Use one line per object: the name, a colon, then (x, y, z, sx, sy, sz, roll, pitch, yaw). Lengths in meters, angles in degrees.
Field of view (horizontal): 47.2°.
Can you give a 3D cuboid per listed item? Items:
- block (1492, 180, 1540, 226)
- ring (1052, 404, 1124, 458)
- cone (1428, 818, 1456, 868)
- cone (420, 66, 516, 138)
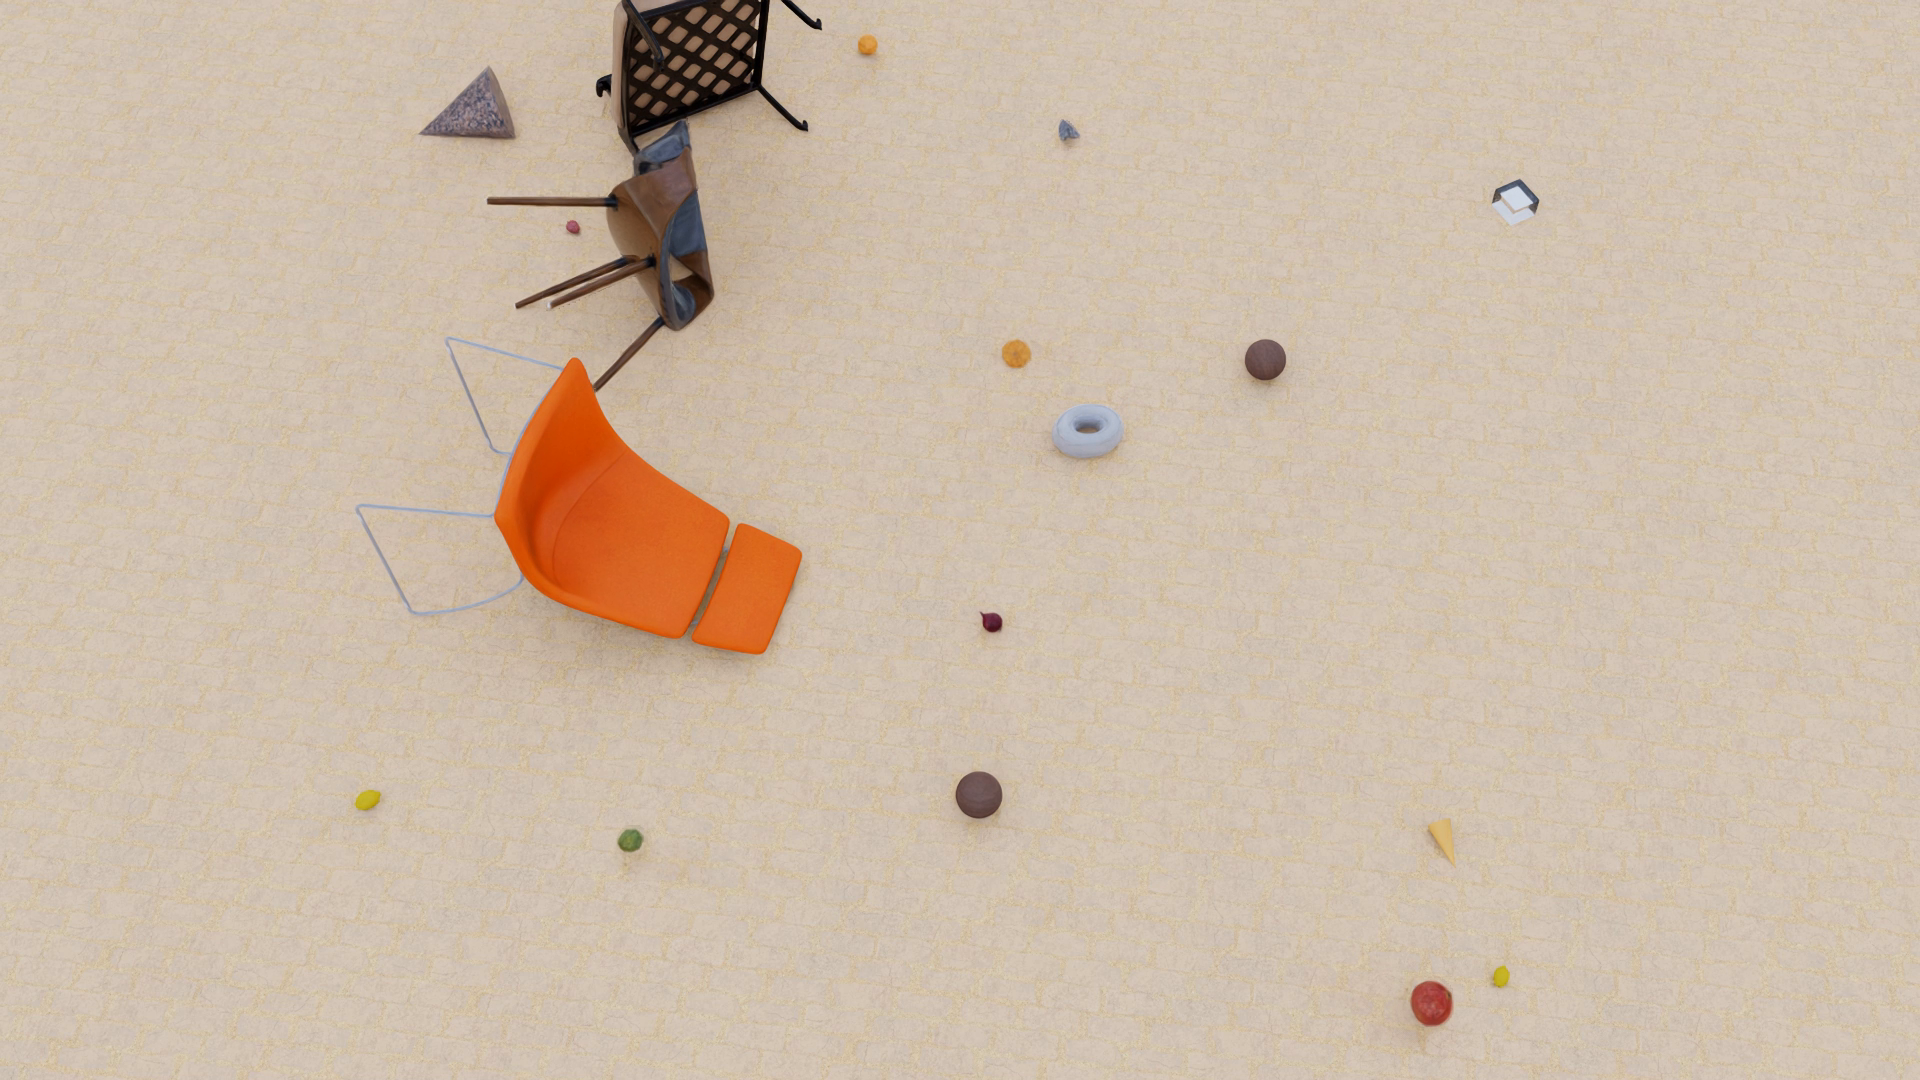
block: (1.839, -1.118, 7.280, 0.099, 0.074, 0.109, -24, 59, -15)
ring: (0.392, -0.335, 6.739, 0.226, 0.101, 0.170, -9, 58, -8)
cone: (1.328, 0.834, 5.995, 0.065, 0.067, 0.134, -6, 69, -28)
cone: (-1.703, -1.435, 7.486, 0.311, 0.130, 0.264, -19, 87, 6)
